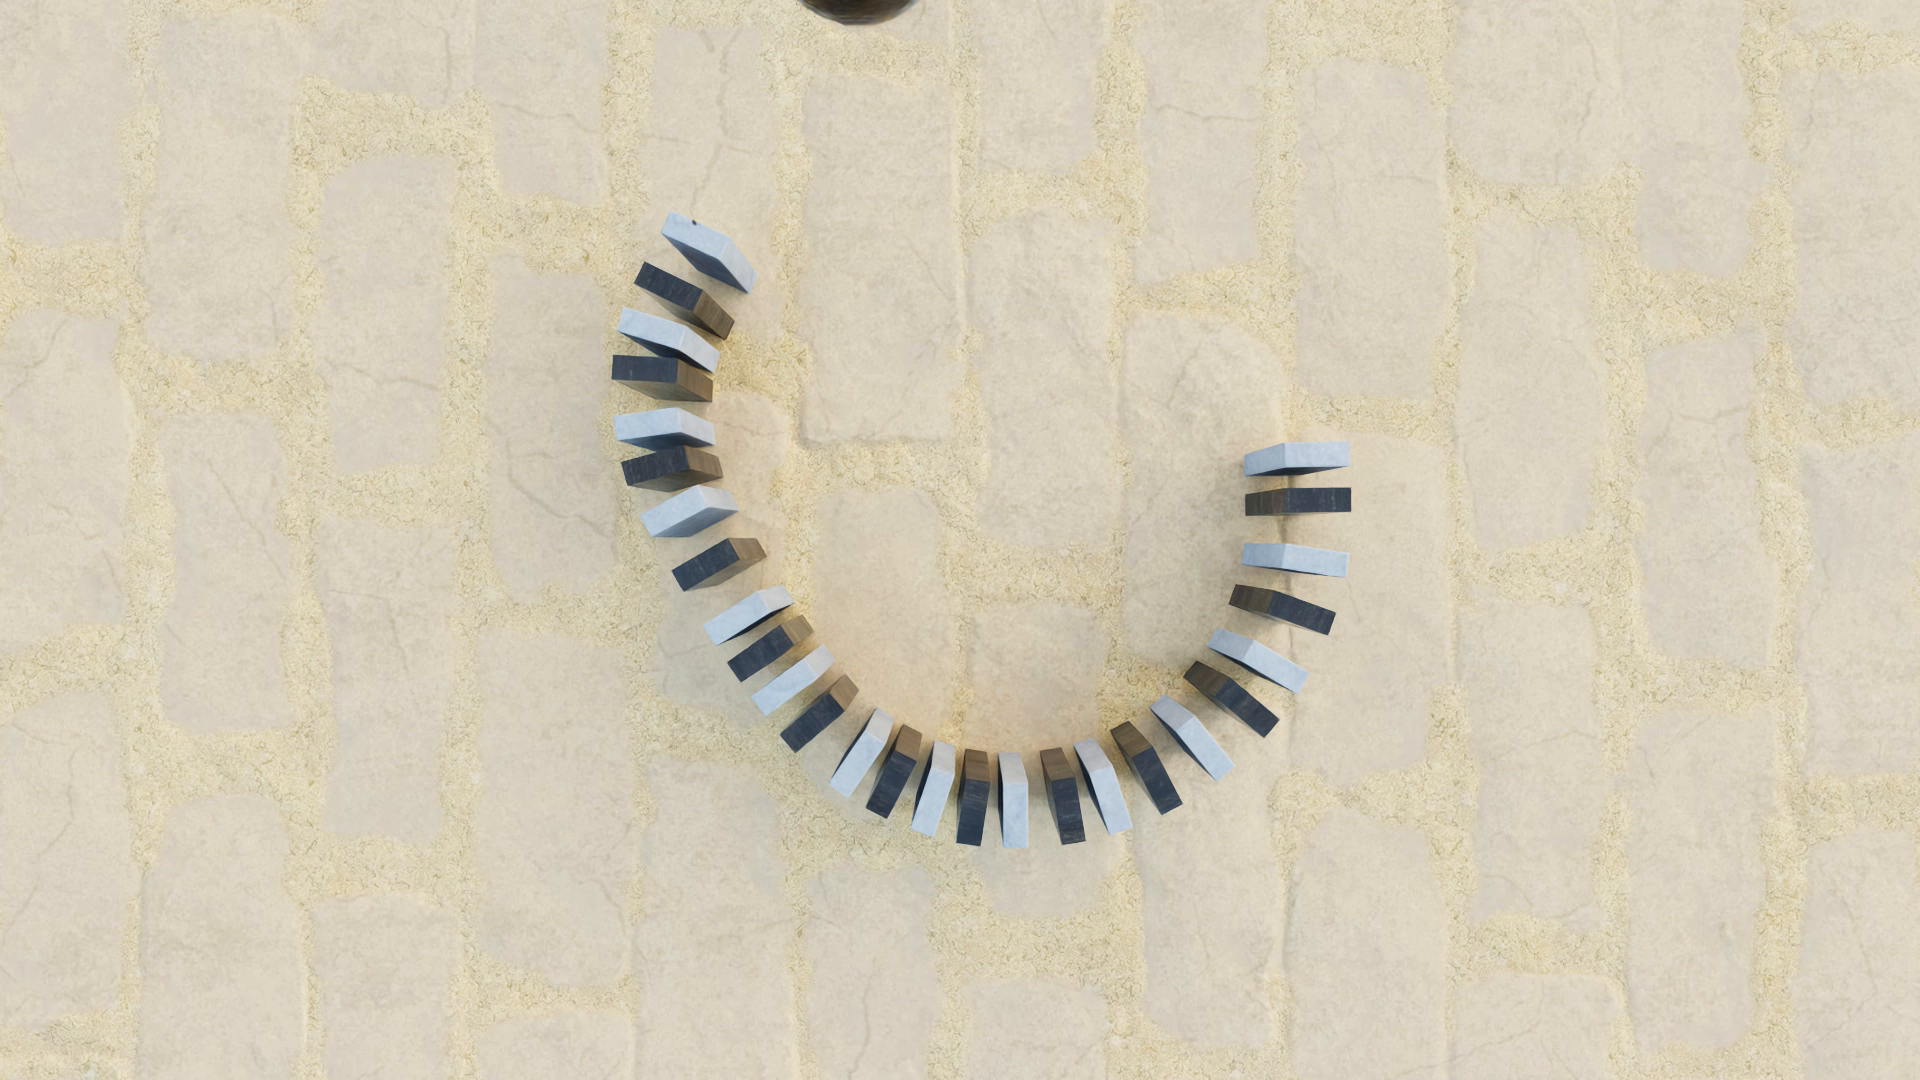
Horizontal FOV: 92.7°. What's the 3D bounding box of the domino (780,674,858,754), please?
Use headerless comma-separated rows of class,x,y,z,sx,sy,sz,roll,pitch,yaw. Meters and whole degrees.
domino,-0.056,0.070,0.375,0.025,0.050,0.009,-40,90,0

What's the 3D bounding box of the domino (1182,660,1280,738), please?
domino,0.110,0.064,0.375,0.025,0.050,0.010,40,90,0

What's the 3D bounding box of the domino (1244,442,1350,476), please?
domino,0.137,-0.033,0.375,0.025,0.050,0.010,-1,90,0

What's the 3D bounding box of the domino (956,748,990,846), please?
domino,0.005,0.104,0.375,0.010,0.050,0.025,9,90,0

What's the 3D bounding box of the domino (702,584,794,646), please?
domino,-0.085,0.030,0.375,0.025,0.050,0.010,-32,90,0

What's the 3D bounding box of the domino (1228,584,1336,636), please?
domino,0.131,0.028,0.375,0.025,0.050,0.009,20,90,0

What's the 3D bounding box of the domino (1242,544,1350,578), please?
domino,0.136,0.008,0.375,0.025,0.050,0.010,9,90,0

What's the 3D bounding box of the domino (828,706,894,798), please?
domino,-0.039,0.086,0.375,0.009,0.050,0.025,35,90,0

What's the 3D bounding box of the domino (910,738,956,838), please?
domino,-0.010,0.100,0.375,0.009,0.050,0.025,19,90,0

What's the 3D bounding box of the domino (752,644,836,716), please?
domino,-0.067,0.056,0.375,0.025,0.050,0.010,-36,90,0

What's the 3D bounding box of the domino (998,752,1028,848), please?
domino,0.021,0.105,0.375,0.009,0.050,0.025,0,90,0

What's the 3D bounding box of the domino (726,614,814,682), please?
domino,-0.076,0.043,0.375,0.025,0.050,0.010,-35,90,0

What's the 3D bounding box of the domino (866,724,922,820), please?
domino,-0.026,0.093,0.375,0.010,0.050,0.025,27,90,0

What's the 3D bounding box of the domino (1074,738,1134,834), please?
domino,0.058,0.099,0.375,0.010,0.050,0.025,-18,90,0

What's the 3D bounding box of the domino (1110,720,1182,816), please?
domino,0.075,0.092,0.375,0.010,0.050,0.025,-28,90,0

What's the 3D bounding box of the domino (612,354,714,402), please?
domino,-0.120,-0.065,0.375,0.025,0.050,0.009,3,90,0

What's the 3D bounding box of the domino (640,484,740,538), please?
domino,-0.109,-0.011,0.375,0.025,0.050,0.009,-28,90,0

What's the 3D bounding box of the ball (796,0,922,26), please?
ball,-0.041,-0.248,0.360,0.080,0.080,0.080,0,90,0

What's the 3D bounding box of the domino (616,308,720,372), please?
domino,-0.118,-0.081,0.375,0.025,0.050,0.009,17,90,0

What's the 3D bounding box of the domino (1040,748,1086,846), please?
domino,0.041,0.104,0.375,0.009,0.050,0.025,-10,90,0

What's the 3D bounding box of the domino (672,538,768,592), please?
domino,-0.097,0.010,0.375,0.025,0.050,0.009,-30,90,0

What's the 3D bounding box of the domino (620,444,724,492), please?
domino,-0.116,-0.029,0.375,0.025,0.050,0.010,-15,90,0

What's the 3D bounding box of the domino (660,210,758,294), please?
domino,-0.101,-0.117,0.375,0.025,0.050,0.009,25,90,0

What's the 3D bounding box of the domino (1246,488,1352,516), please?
domino,0.137,-0.015,0.375,0.025,0.050,0.010,-1,90,0

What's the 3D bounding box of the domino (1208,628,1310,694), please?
domino,0.121,0.049,0.375,0.025,0.050,0.009,30,90,0

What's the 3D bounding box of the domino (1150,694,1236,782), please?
domino,0.094,0.080,0.375,0.009,0.050,0.025,-39,90,0

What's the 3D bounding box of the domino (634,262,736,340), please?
domino,-0.111,-0.097,0.375,0.025,0.050,0.009,26,90,0

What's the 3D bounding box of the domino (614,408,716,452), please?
domino,-0.120,-0.044,0.375,0.025,0.050,0.009,-8,90,0
